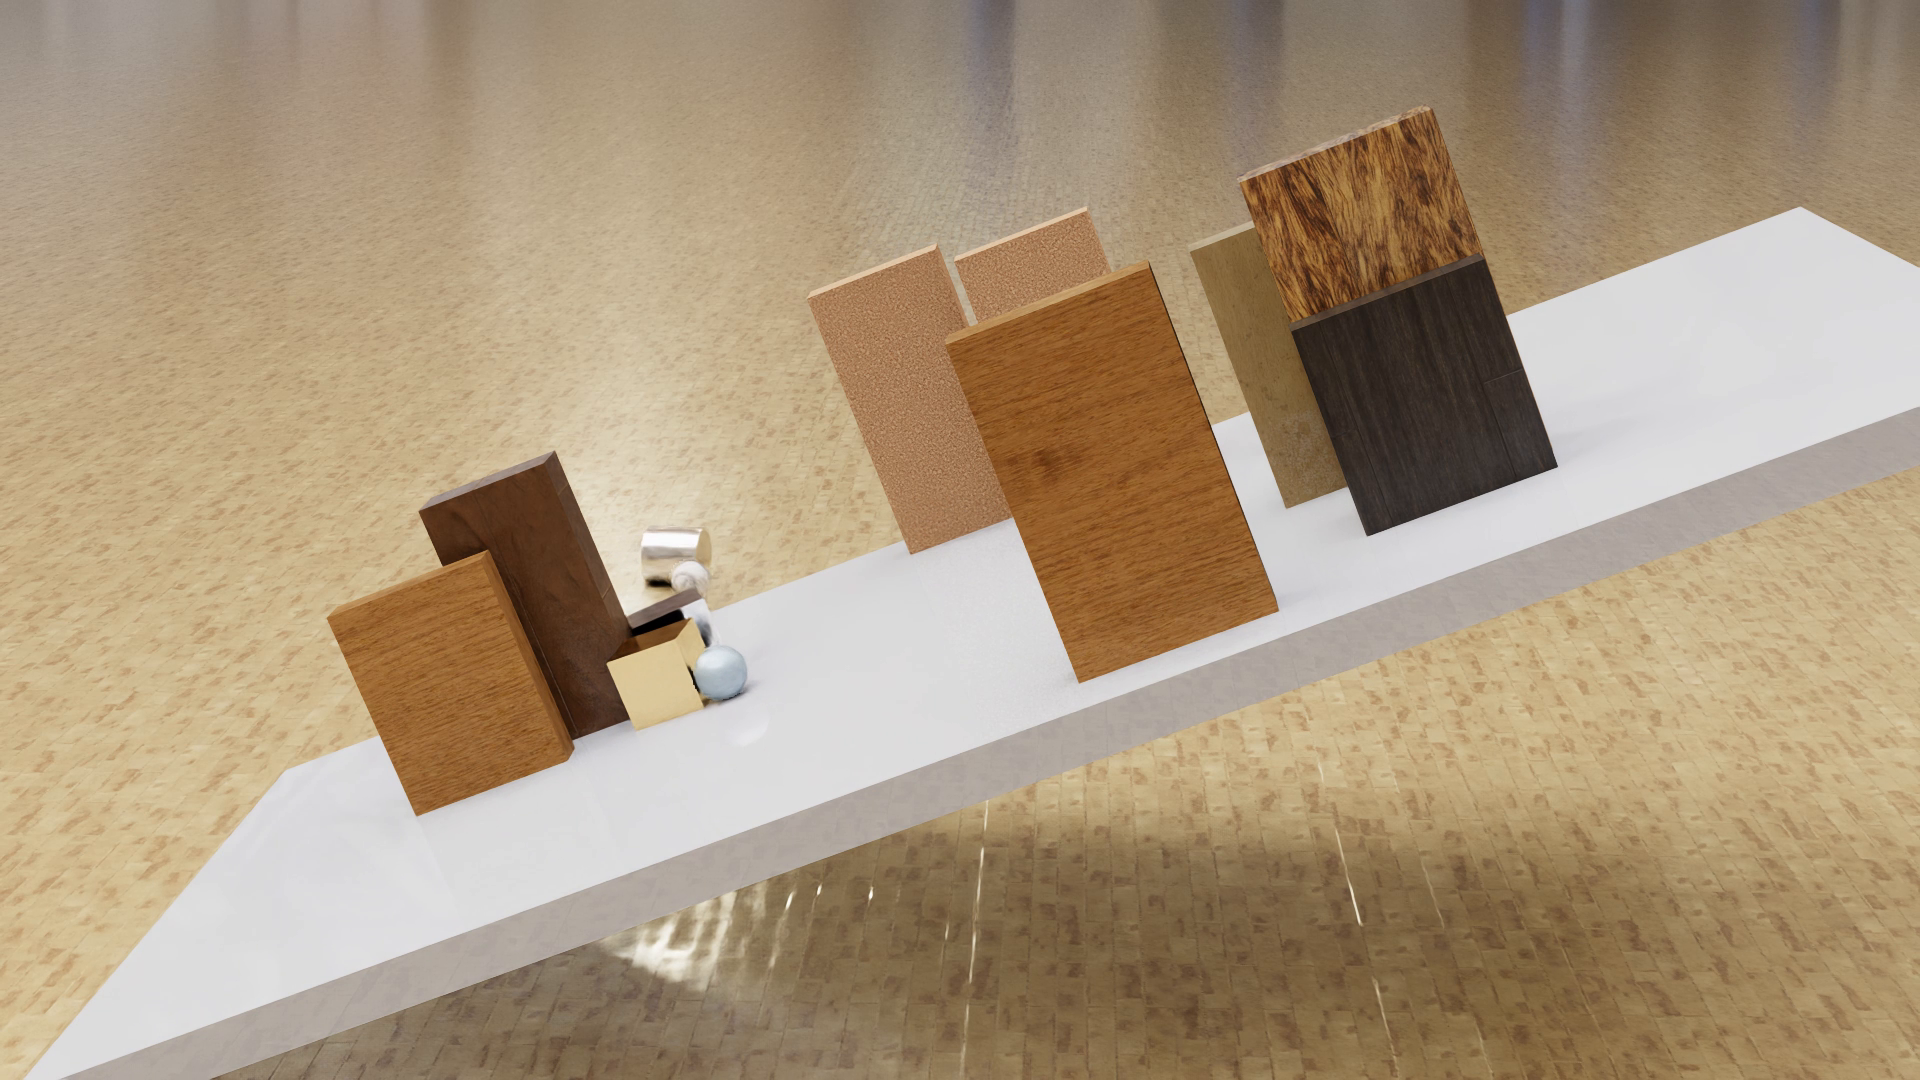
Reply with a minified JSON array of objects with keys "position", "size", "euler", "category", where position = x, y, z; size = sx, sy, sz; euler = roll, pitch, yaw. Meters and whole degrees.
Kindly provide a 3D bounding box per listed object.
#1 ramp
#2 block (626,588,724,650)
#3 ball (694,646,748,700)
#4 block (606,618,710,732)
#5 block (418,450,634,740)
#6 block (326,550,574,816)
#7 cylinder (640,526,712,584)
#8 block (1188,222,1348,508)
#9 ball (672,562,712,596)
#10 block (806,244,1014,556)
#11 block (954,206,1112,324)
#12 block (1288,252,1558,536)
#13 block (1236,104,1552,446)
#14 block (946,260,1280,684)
[{"position":[0.121,0.175,6.293],"size":[4.000,0.100,2.000],"euler":[-20,12,7],"category":"ramp"},{"position":[-0.645,0.233,6.727],"size":[0.174,0.174,0.174],"euler":[-24,12,-10],"category":"block"},{"position":[-0.520,0.288,6.399],"size":[0.117,0.117,0.117],"euler":[0,13,0],"category":"ball"},{"position":[-0.651,0.295,6.481],"size":[0.167,0.167,0.167],"euler":[-19,12,13],"category":"block"},{"position":[-0.939,0.144,6.589],"size":[0.303,0.607,0.139],"euler":[-20,12,7],"category":"block"},{"position":[-1.111,0.314,6.438],"size":[0.365,0.483,0.095],"euler":[-20,12,7],"category":"block"},{"position":[-0.938,0.053,9.717],"size":[0.186,0.186,0.186],"euler":[3,14,12],"category":"cylinder"},{"position":[0.773,-0.411,6.082],"size":[0.424,0.576,0.102],"euler":[-20,12,7],"category":"block"},{"position":[-0.868,0.133,9.508],"size":[0.130,0.130,0.130],"euler":[0,13,0],"category":"ball"},{"position":[-0.087,-0.336,7.057],"size":[0.327,0.669,0.107],"euler":[-20,12,7],"category":"block"},{"position":[0.257,-0.411,6.834],"size":[0.326,0.646,0.083],"euler":[-20,12,7],"category":"block"},{"position":[0.888,-0.278,5.642],"size":[0.386,0.429,0.087],"euler":[-20,12,7],"category":"block"},{"position":[0.851,-0.444,5.757],"size":[0.392,0.711,0.108],"euler":[-20,12,7],"category":"block"},{"position":[0.282,-0.123,5.415],"size":[0.394,0.681,0.108],"euler":[-20,12,7],"category":"block"}]
